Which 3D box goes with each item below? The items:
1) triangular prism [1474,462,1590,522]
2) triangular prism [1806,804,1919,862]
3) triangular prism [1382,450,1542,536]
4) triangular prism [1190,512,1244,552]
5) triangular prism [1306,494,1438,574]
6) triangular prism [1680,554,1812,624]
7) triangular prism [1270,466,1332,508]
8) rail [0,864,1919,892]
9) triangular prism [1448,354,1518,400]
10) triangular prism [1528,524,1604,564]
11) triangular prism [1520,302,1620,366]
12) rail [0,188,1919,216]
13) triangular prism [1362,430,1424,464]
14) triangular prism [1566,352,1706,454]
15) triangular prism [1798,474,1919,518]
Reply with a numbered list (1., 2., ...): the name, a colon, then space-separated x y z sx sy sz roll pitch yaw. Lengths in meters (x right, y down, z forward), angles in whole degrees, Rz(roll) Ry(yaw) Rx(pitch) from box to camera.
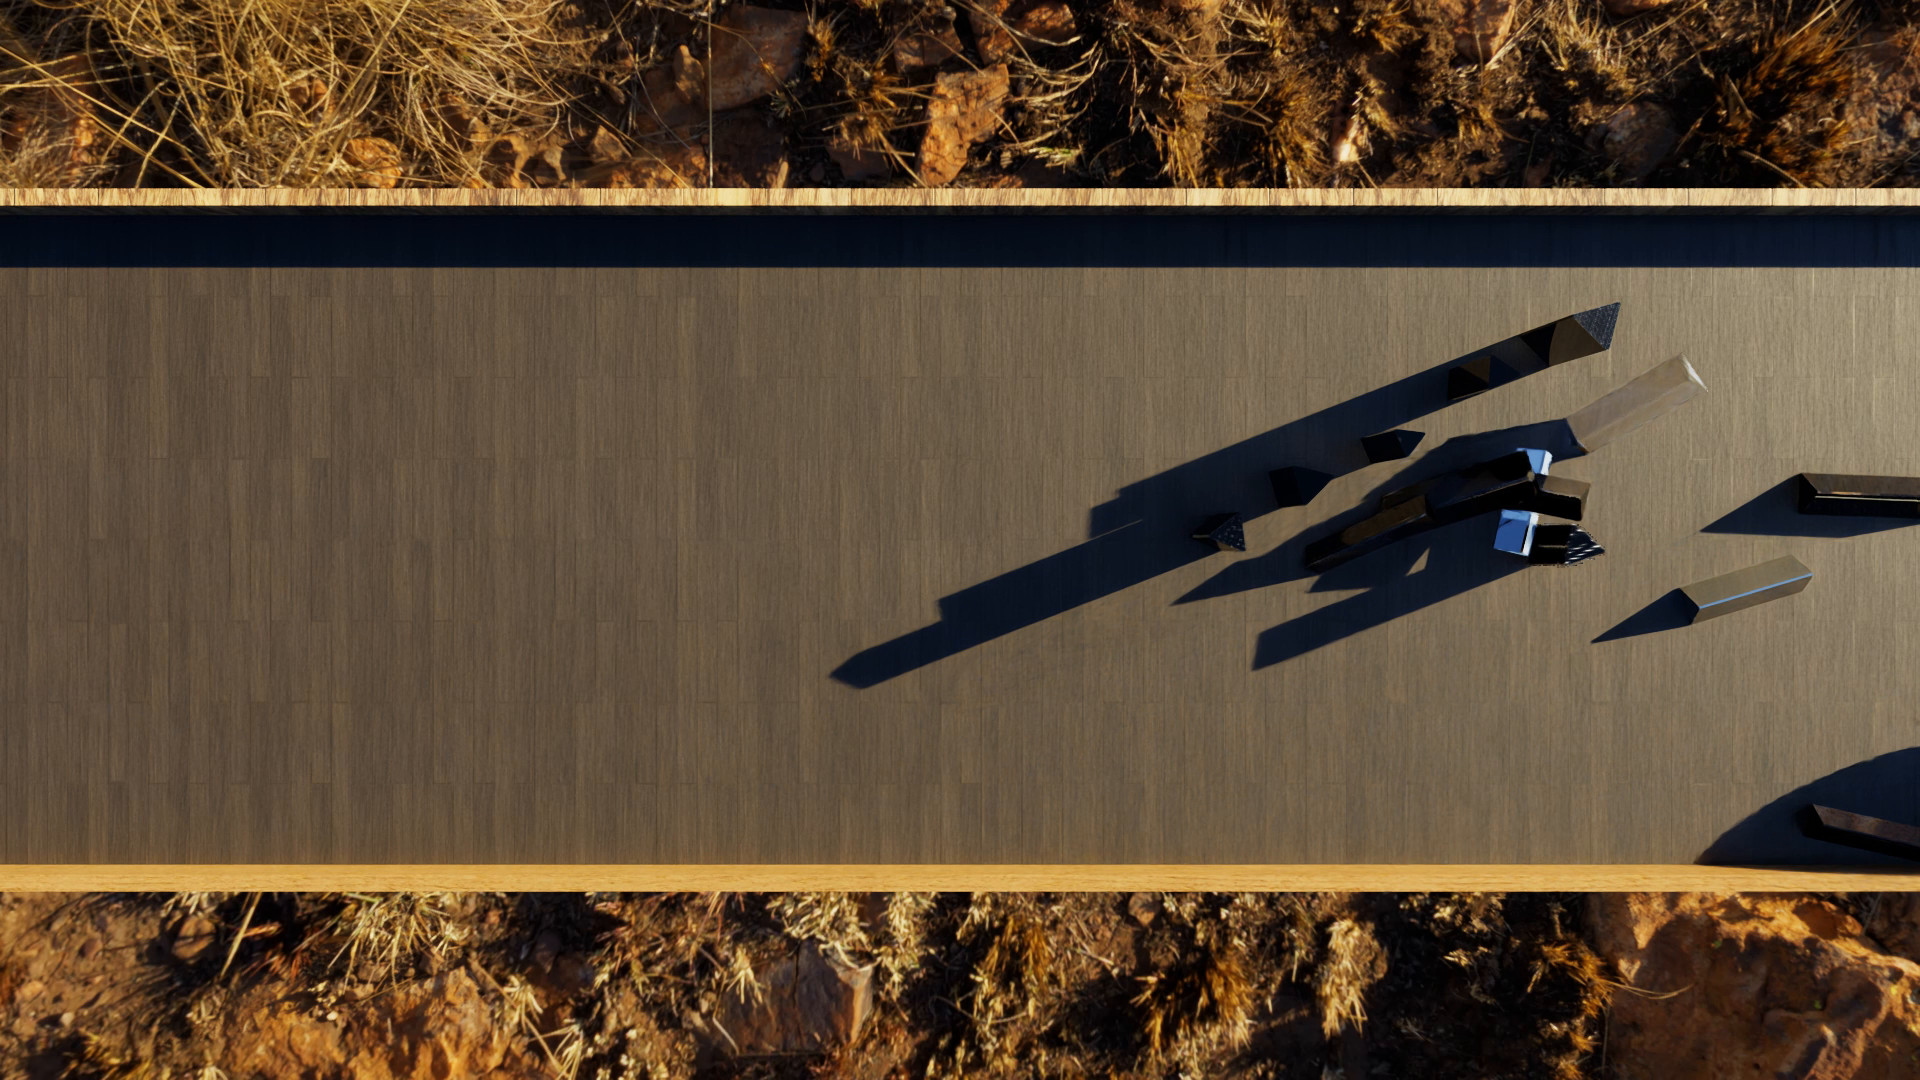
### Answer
1. triangular prism: 1.692 -0.153 4.942 0.343 0.100 0.115 14 90 31
2. triangular prism: 2.803 0.904 5.030 0.396 0.088 0.102 12 90 0
3. triangular prism: 1.481 -0.125 4.916 0.442 0.124 0.143 -19 90 28
4. triangular prism: 0.775 -0.034 4.878 0.112 0.396 0.097 22 90 0
5. triangular prism: 1.225 -0.007 4.946 0.394 0.082 0.095 -26 90 28
6. triangular prism: 2.401 0.153 5.023 0.358 0.101 0.117 -17 90 0
7. triangular prism: 0.988 -0.175 4.894 0.102 0.366 0.118 44 90 0
8. rail: -2.247 1.025 5.001 12.000 0.150 0.050 0 90 0
9. triangular prism: 1.527 -0.488 4.879 0.099 0.396 0.086 -26 90 0
10. triangular prism: 1.791 0.004 4.924 0.121 0.304 0.105 -18 90 0
11. triangular prism: 1.812 -0.624 4.855 0.138 0.444 0.120 45 90 0
12. rail: -2.247 -1.025 5.002 12.000 0.150 0.050 0 90 0
13. triangular prism: 1.264 -0.291 4.876 0.075 0.400 0.087 37 90 0
14. triangular prism: 2.005 -0.392 4.920 0.383 0.114 0.132 -34 90 34
15. triangular prism: 2.802 -0.135 5.020 0.440 0.108 0.124 2 90 0
